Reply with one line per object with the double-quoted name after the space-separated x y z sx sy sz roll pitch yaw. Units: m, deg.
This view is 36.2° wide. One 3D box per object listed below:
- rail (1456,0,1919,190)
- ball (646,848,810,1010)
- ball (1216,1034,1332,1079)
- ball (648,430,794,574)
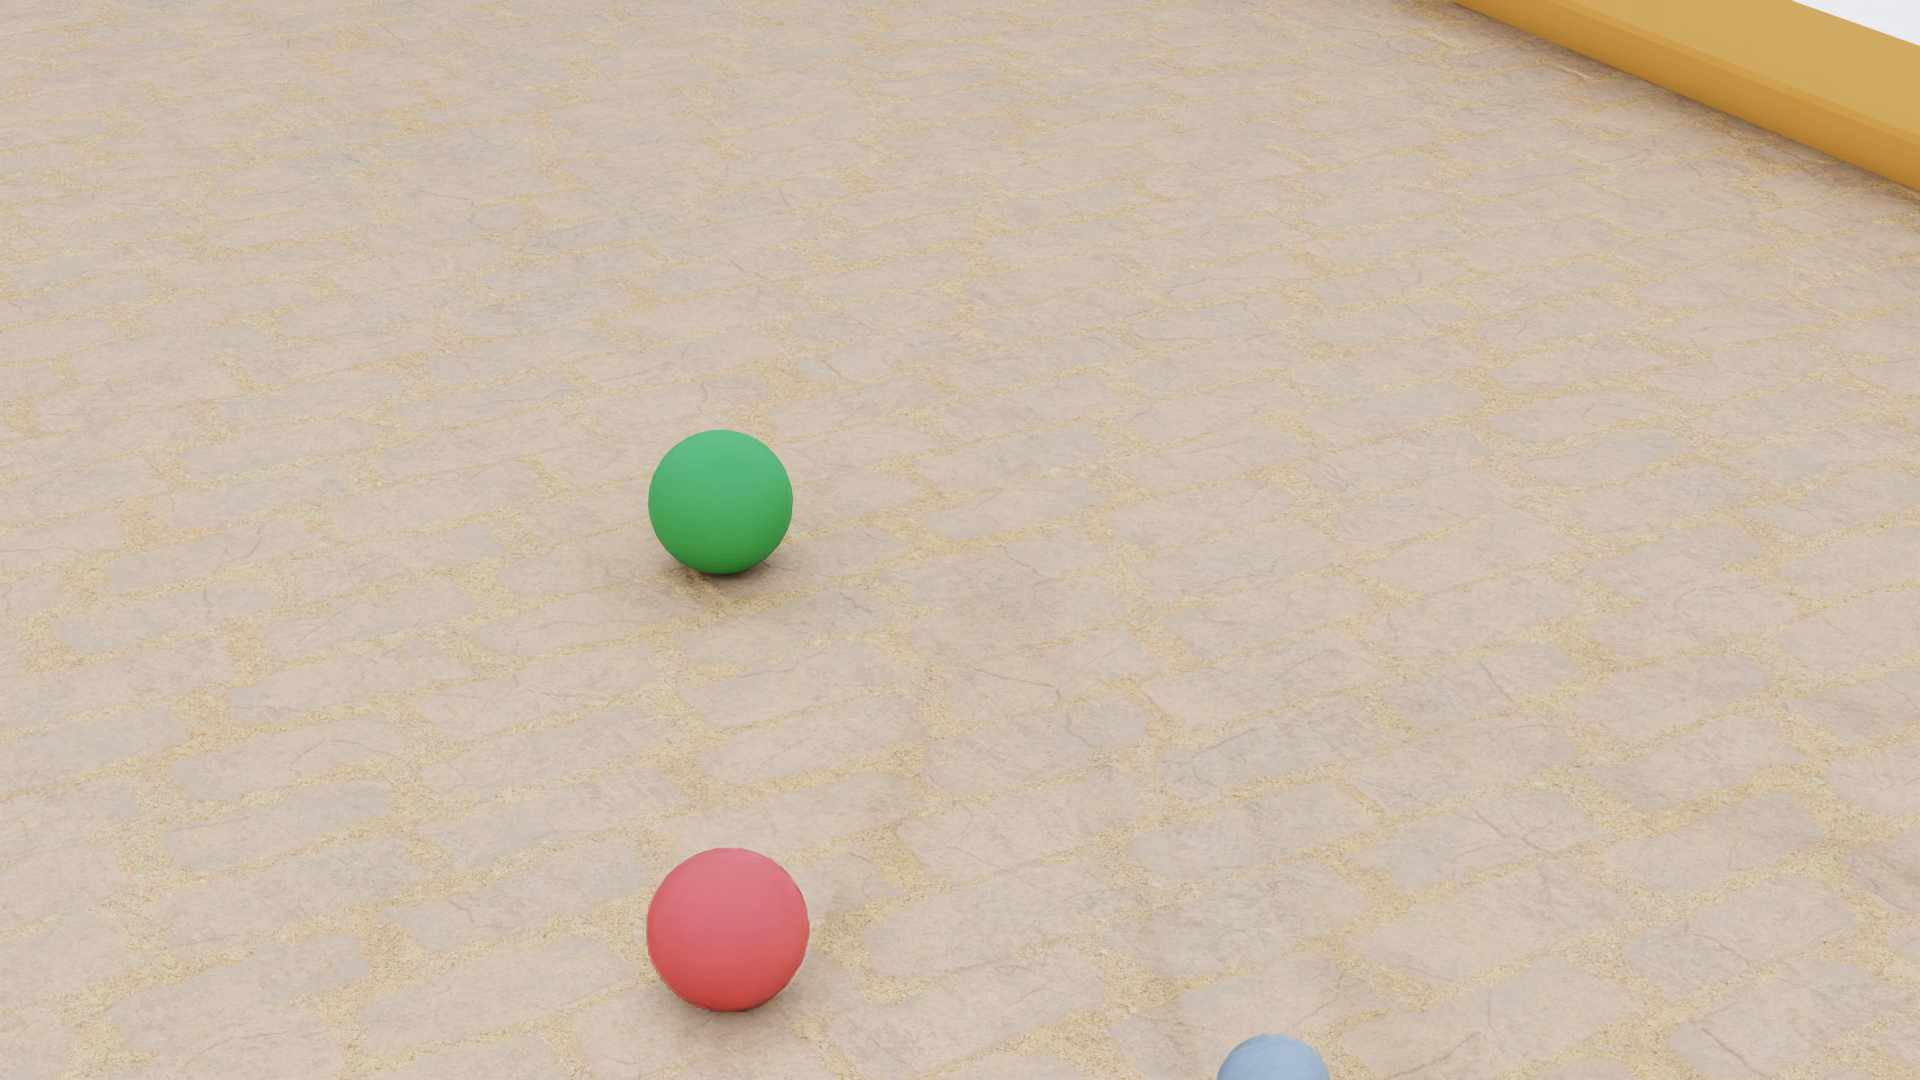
0.466 -0.667 3.193 0.045 0.126 3.965 -15 30 -26 "rail"
-0.121 0.203 1.539 0.085 0.085 0.085 0 27 0 "ball"
0.154 0.271 1.437 0.058 0.058 0.058 0 27 0 "ball"
-0.161 -0.025 1.973 0.097 0.097 0.097 0 27 0 "ball"
